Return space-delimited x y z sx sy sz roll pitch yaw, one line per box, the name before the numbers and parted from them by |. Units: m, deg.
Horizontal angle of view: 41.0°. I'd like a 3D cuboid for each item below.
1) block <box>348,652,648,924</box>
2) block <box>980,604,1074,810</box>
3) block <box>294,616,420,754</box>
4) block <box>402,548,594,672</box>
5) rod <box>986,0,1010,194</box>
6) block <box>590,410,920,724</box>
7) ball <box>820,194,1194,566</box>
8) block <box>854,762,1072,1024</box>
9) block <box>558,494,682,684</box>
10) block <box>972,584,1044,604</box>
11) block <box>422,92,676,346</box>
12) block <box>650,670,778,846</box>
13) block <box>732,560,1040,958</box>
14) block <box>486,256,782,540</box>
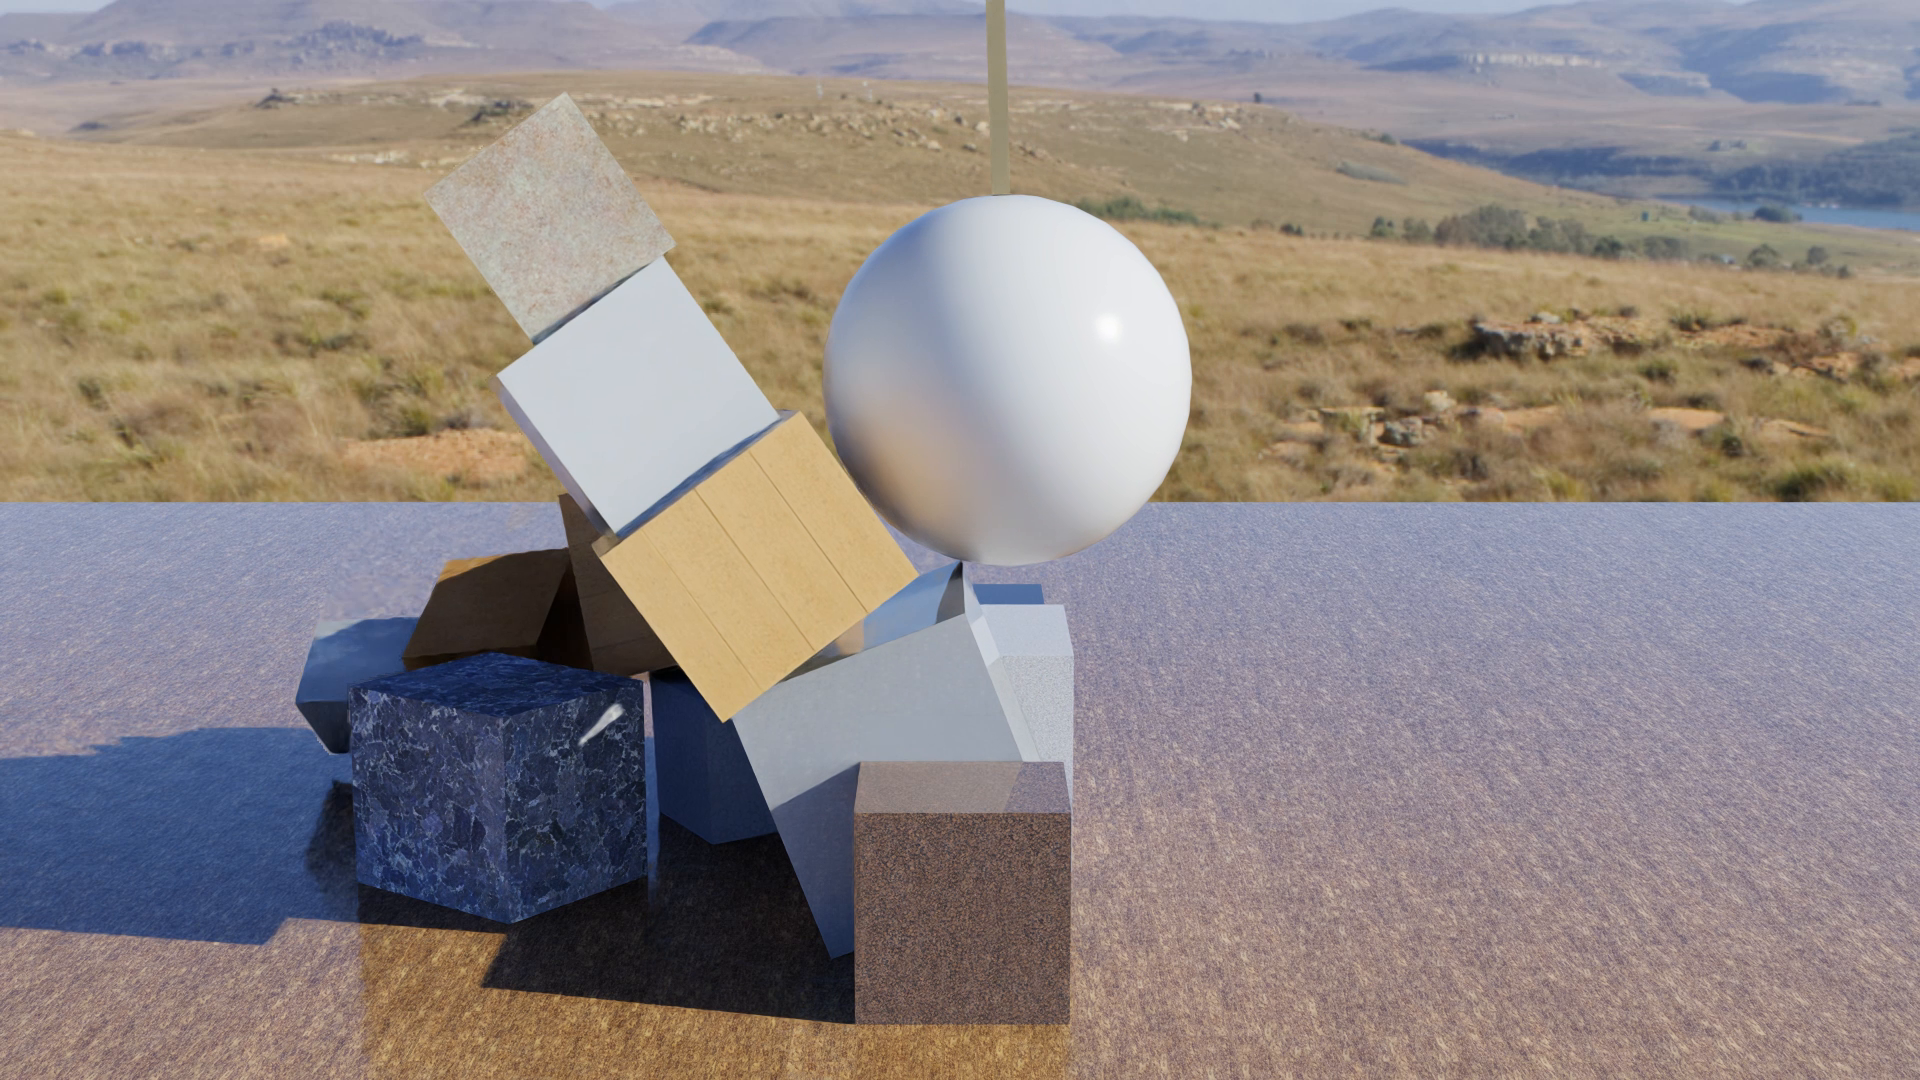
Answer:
block | -2.019 1.060 11.257 0.957 0.887 0.834 8 13 36
block | -0.015 0.895 11.884 1.028 0.987 1.103 0 10 0
block | -2.955 0.740 13.041 0.594 0.474 0.493 -3 53 12
block | -2.238 0.628 12.880 0.691 0.804 0.803 -6 34 12
rod | 0.087 -4.028 10.448 0.080 5.200 0.080 -2 10 0
block | -0.832 0.078 10.173 0.940 0.782 0.878 -37 9 -6
ball | 0.202 -0.685 11.056 1.600 1.600 1.600 0 10 0
block | 0.009 1.345 9.875 0.803 0.821 0.719 0 10 0
block | -1.248 0.147 12.493 0.971 0.913 0.941 -13 -6 11
block | -0.018 0.753 12.831 0.867 0.928 0.793 0 10 0
block | -1.610 -1.262 10.161 0.672 0.715 0.667 -36 9 -2
block | -1.023 0.980 12.191 0.659 0.679 0.638 -9 13 -28
block | -0.254 0.885 10.731 1.011 1.133 1.124 -21 10 3
block | -1.300 -0.550 10.135 0.778 0.776 0.724 -37 9 -10
